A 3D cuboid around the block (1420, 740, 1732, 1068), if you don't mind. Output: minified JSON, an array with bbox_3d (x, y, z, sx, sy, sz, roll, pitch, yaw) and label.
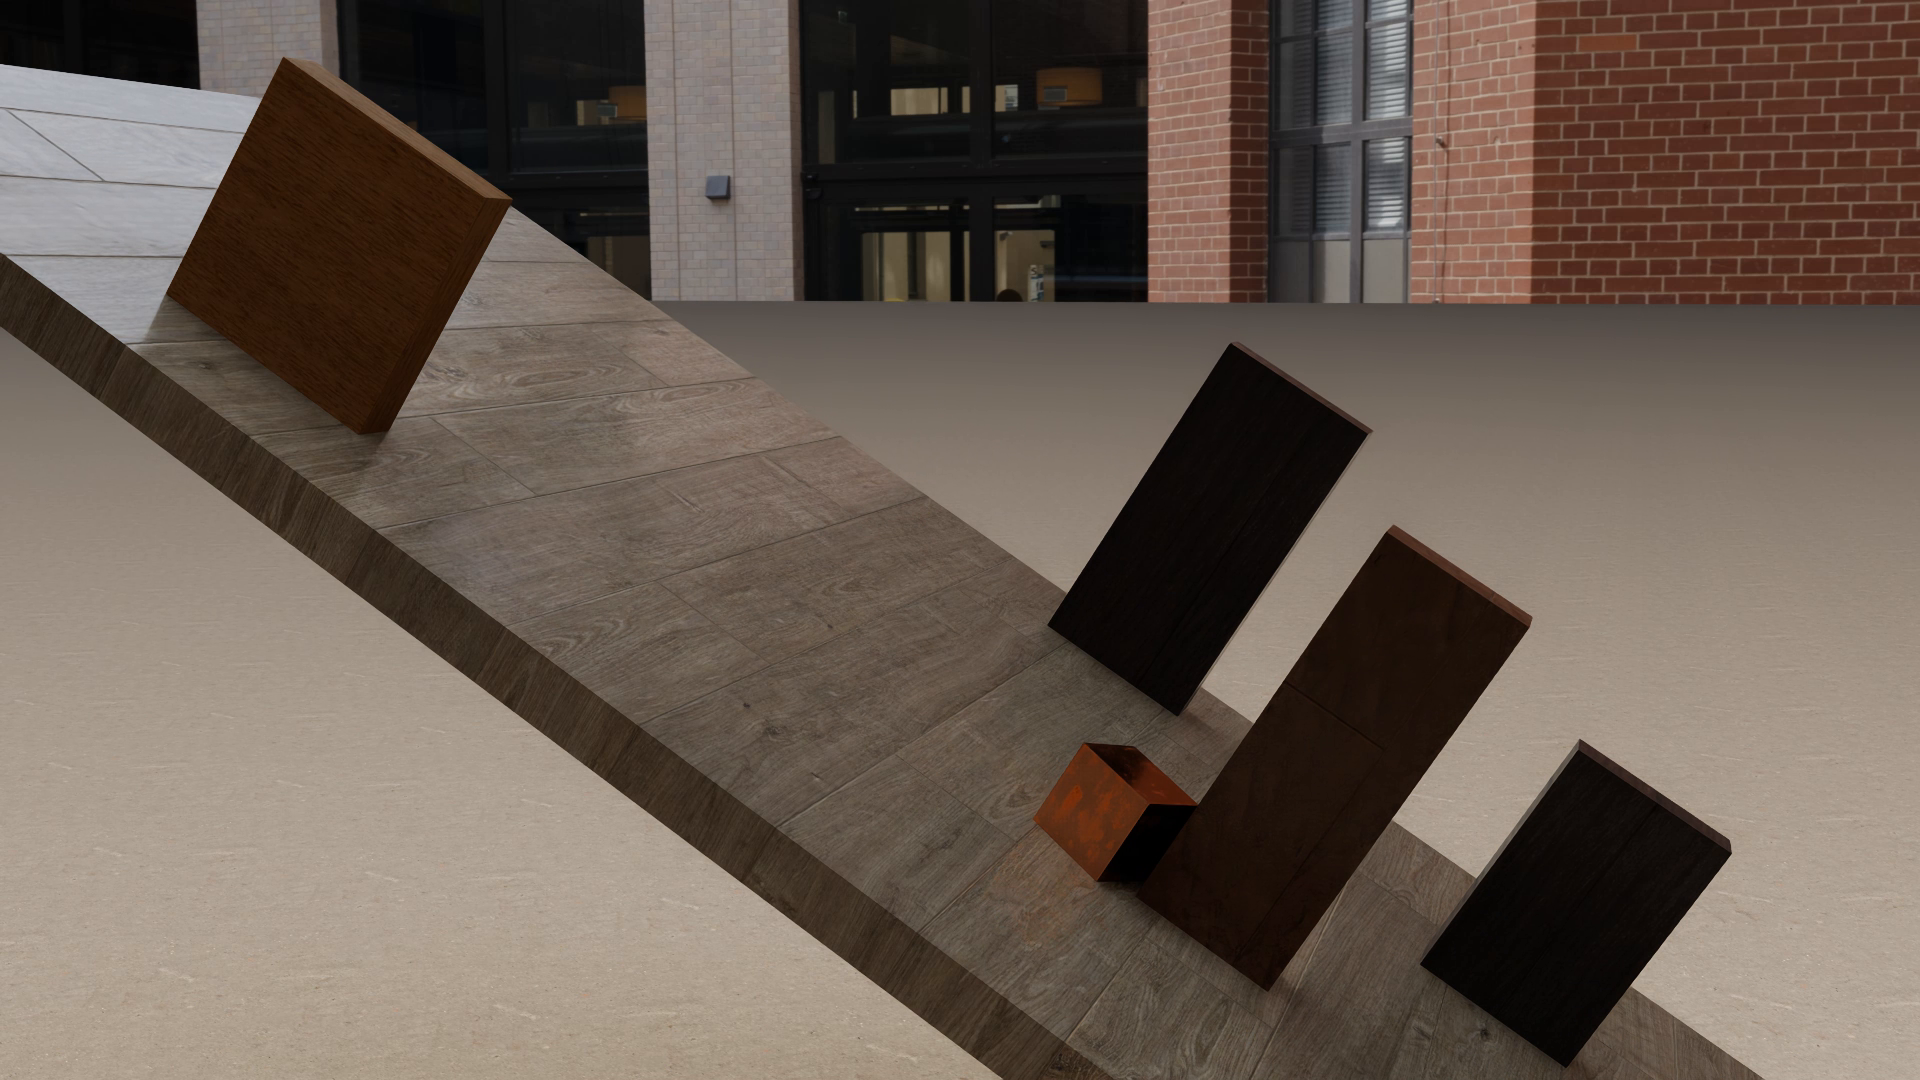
[{"bbox_3d":[1.135,0.672,4.070,0.321,0.507,0.102,35,15,10],"label":"block"}]

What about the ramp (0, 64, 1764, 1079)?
[{"bbox_3d":[-0.139,0.232,4.105,4.000,0.100,2.000,35,15,10],"label":"ramp"}]

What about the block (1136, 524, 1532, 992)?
[{"bbox_3d":[0.600,0.356,3.564,0.263,0.735,0.109,35,15,10],"label":"block"}]

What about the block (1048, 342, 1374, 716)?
[{"bbox_3d":[0.522,-0.022,4.639,0.339,0.720,0.096,35,15,10],"label":"block"}]

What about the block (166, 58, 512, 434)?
[{"bbox_3d":[-1.008,-0.474,3.556,0.418,0.444,0.091,35,15,10],"label":"block"}]

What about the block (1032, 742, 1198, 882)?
[{"bbox_3d":[0.261,0.456,3.681,0.162,0.162,0.162,42,18,33],"label":"block"}]
